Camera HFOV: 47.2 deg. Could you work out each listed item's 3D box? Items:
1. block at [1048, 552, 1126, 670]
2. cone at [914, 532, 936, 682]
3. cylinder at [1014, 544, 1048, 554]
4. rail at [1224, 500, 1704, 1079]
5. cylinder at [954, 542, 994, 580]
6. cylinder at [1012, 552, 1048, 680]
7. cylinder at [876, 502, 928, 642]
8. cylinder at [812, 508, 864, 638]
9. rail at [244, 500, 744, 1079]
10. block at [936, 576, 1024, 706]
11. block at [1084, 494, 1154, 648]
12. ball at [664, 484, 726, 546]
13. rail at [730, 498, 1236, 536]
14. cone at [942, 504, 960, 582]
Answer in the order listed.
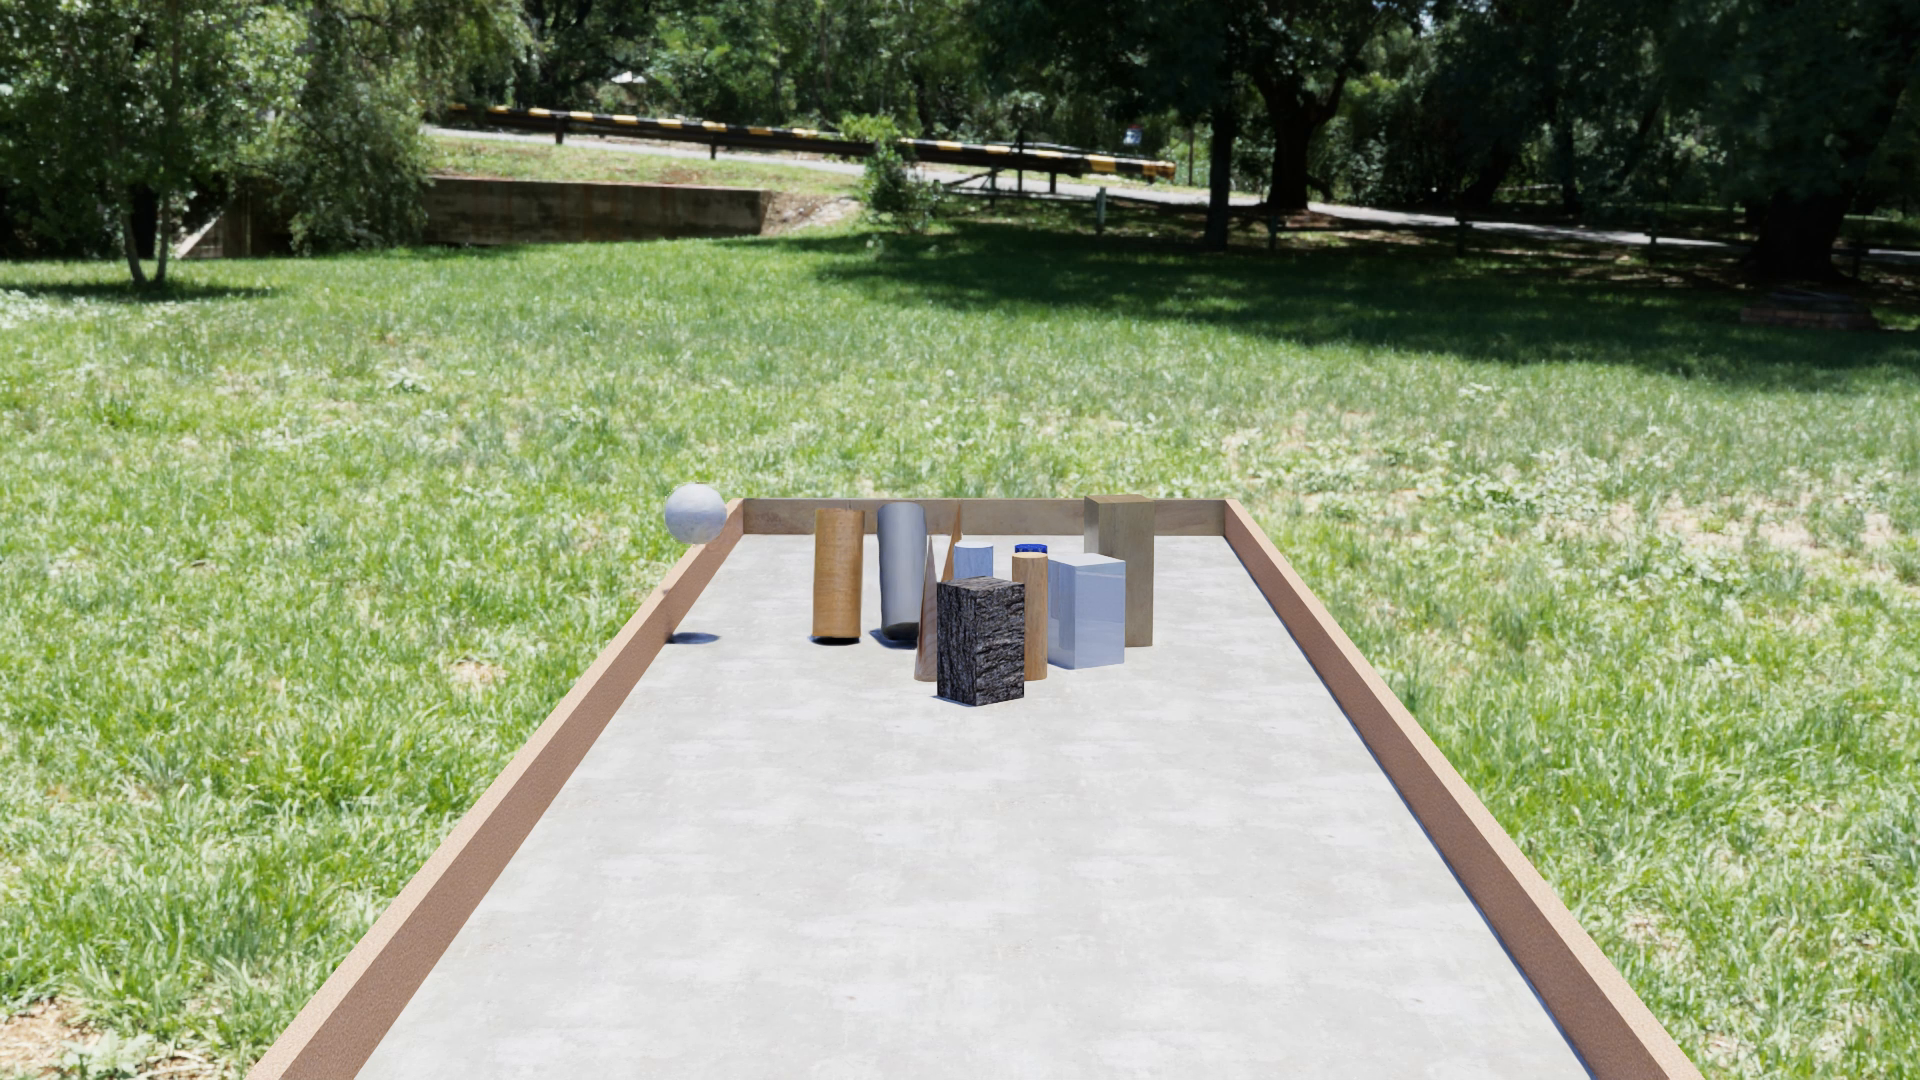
[{"bbox_3d":[0.376,0.213,6.662,0.179,0.313,0.179,-5,10,-29],"label":"block"},{"bbox_3d":[-0.086,0.183,6.417,0.102,0.451,0.102,0,9,0],"label":"cone"},{"bbox_3d":[0.223,0.173,6.930,0.104,0.310,0.104,0,9,0],"label":"cylinder"},{"bbox_3d":[1.046,0.843,3.208,0.050,0.150,12.000,0,9,1],"label":"rail"},{"bbox_3d":[0.041,0.189,6.680,0.120,0.356,0.120,0,9,0],"label":"cylinder"},{"bbox_3d":[0.204,0.223,6.438,0.105,0.364,0.105,0,9,0],"label":"cylinder"},{"bbox_3d":[-0.179,0.100,6.997,0.157,0.414,0.157,-3,-24,-1],"label":"cylinder"},{"bbox_3d":[-0.386,0.106,6.983,0.156,0.403,0.156,2,-2,0],"label":"cylinder"},{"bbox_3d":[-1.004,0.839,3.234,0.050,0.150,12.000,0,9,1],"label":"rail"},{"bbox_3d":[0.058,0.282,6.189,0.175,0.326,0.175,-7,12,-39],"label":"block"},{"bbox_3d":[0.500,0.096,6.938,0.179,0.459,0.179,-2,9,-11],"label":"block"},{"bbox_3d":[-0.839,-0.082,6.973,0.198,0.198,0.198,0,9,0],"label":"ball"},{"bbox_3d":[0.099,-0.098,9.147,2.100,0.150,0.050,0,9,1],"label":"rail"},{"bbox_3d":[-0.023,0.091,6.986,0.111,0.442,0.111,6,1,0],"label":"cone"}]
